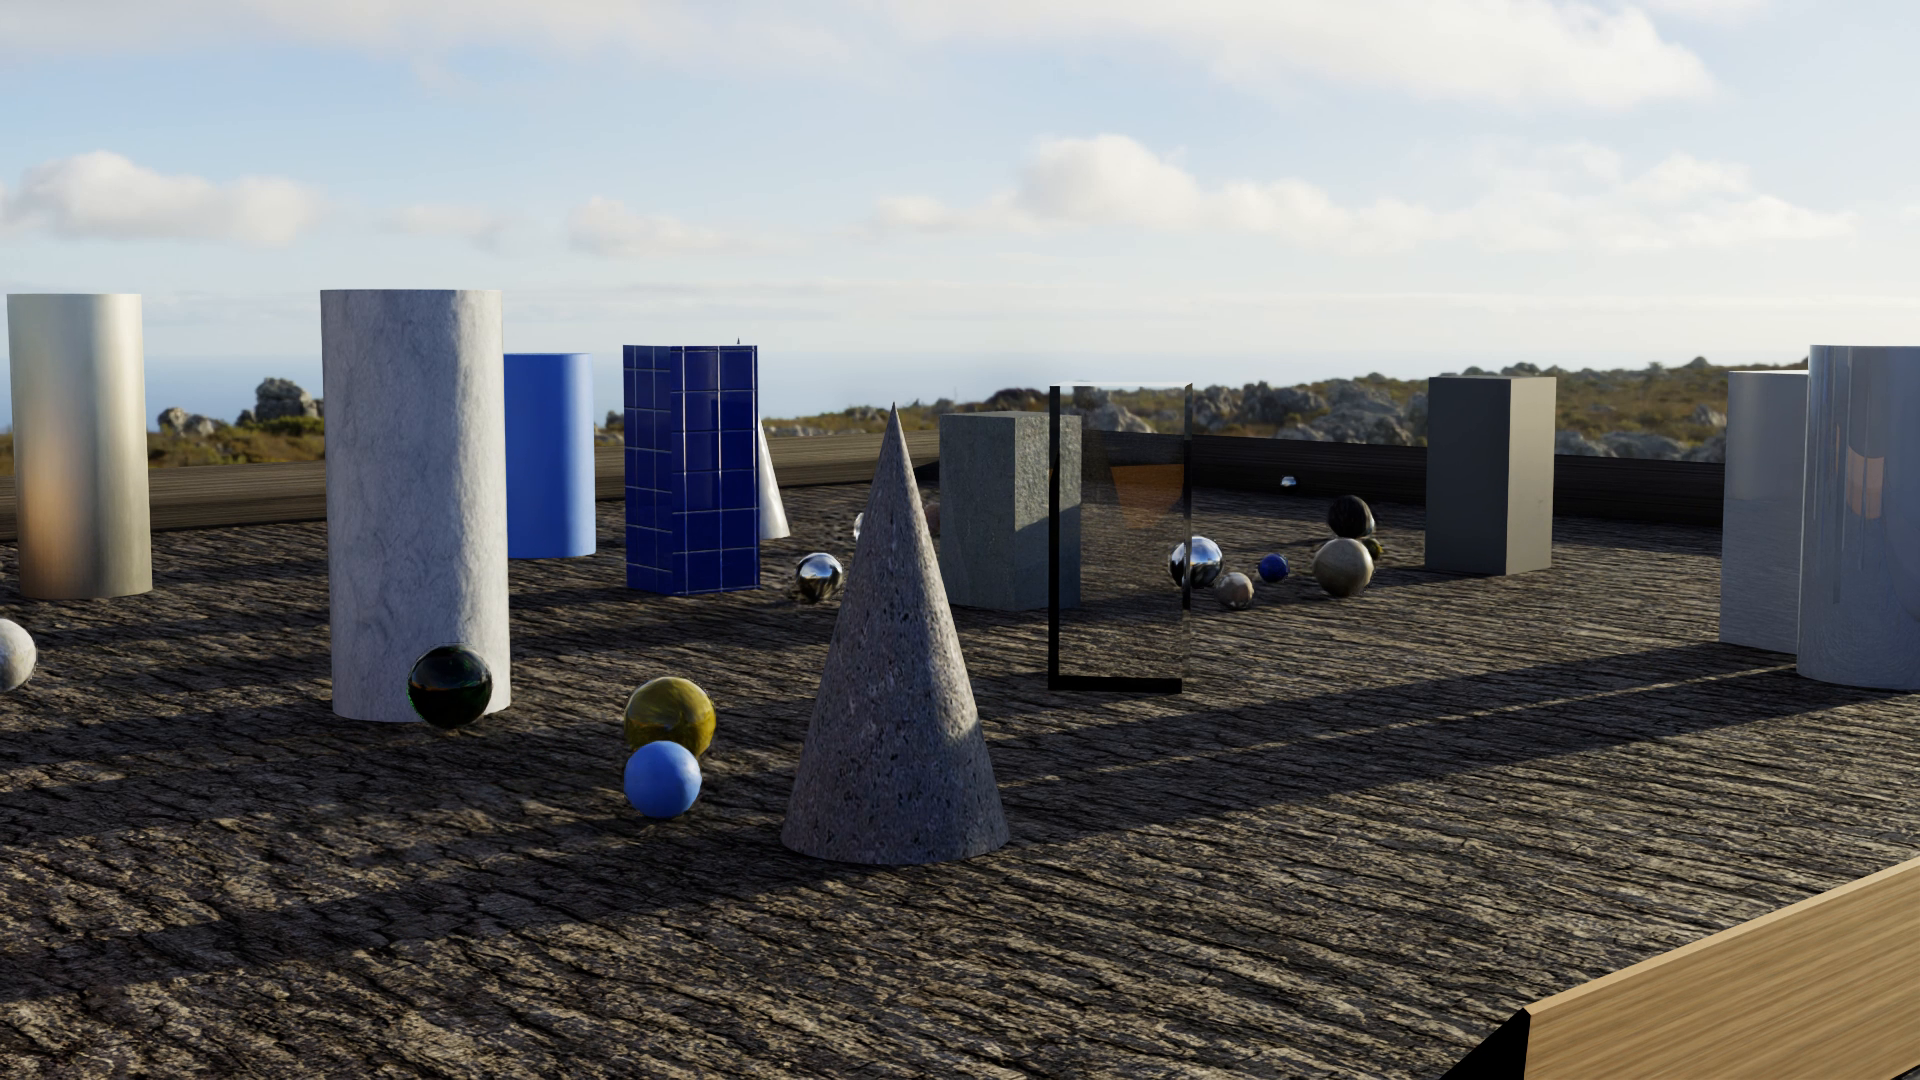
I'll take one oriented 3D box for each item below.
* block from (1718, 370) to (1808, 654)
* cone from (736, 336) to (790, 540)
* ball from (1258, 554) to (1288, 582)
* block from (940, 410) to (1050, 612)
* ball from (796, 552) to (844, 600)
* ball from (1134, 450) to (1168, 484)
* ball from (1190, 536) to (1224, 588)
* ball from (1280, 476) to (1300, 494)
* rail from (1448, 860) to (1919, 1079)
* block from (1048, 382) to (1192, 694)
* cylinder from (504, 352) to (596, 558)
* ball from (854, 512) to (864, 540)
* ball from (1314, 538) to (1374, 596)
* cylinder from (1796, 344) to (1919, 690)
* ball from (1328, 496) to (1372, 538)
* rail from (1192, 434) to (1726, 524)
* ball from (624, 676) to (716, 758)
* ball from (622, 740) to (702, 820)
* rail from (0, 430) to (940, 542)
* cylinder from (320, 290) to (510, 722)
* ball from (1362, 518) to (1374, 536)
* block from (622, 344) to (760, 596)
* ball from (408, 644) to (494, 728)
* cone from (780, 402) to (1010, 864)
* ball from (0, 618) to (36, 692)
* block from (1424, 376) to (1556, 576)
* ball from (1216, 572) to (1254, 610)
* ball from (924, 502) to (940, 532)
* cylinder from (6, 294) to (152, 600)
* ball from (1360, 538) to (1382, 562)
[{"bbox_3d":[1.129,-0.041,2.913,0.156,0.363,0.156,-3,7,-28],"label":"block"},{"bbox_3d":[-0.435,-0.206,4.340,0.195,0.395,0.195,0,6,0],"label":"cone"},{"bbox_3d":[0.511,0.047,3.595,0.047,0.047,0.047,0,6,0],"label":"ball"},{"bbox_3d":[0.079,-0.048,3.349,0.156,0.287,0.156,6,8,44],"label":"block"},{"bbox_3d":[-0.216,0.056,3.376,0.074,0.074,0.074,0,6,0],"label":"ball"},{"bbox_3d":[0.485,-0.184,5.608,0.087,0.087,0.087,0,6,0],"label":"ball"},{"bbox_3d":[0.381,0.036,3.527,0.083,0.083,0.083,0,6,0],"label":"ball"},{"bbox_3d":[0.800,-0.134,5.322,0.047,0.047,0.047,0,6,0],"label":"ball"},{"bbox_3d":[1.269,0.176,1.964,3.986,0.127,0.045,-5,8,-42],"label":"rail"},{"bbox_3d":[0.193,-0.008,2.630,0.156,0.357,0.156,1,6,9],"label":"block"},{"bbox_3d":[-0.769,-0.158,4.027,0.195,0.364,0.195,0,6,0],"label":"cylinder"},{"bbox_3d":[-0.162,-0.021,4.108,0.075,0.075,0.075,0,6,0],"label":"ball"},{"bbox_3d":[0.597,0.042,3.426,0.092,0.092,0.092,0,6,0],"label":"ball"},{"bbox_3d":[1.125,-0.035,2.664,0.195,0.402,0.195,0,6,0],"label":"cylinder"},{"bbox_3d":[0.758,-0.043,4.279,0.084,0.084,0.084,0,6,0],"label":"ball"},{"bbox_3d":[1.447,-0.106,4.660,0.045,0.127,3.789,-5,8,-42],"label":"rail"},{"bbox_3d":[-0.283,0.177,2.142,0.089,0.089,0.089,0,6,0],"label":"ball"},{"bbox_3d":[-0.261,0.210,1.931,0.068,0.068,0.068,0,6,0],"label":"ball"},{"bbox_3d":[-1.269,-0.110,4.699,3.986,0.127,0.045,-5,8,-42],"label":"rail"},{"bbox_3d":[-0.606,-0.045,2.456,0.195,0.466,0.195,0,6,0],"label":"cylinder"},{"bbox_3d":[0.795,-0.030,4.337,0.045,0.045,0.045,0,6,0],"label":"ball"},{"bbox_3d":[-0.429,-0.117,3.515,0.156,0.389,0.156,-4,7,-36],"label":"block"},{"bbox_3d":[-0.544,0.156,2.349,0.089,0.089,0.089,0,6,0],"label":"ball"},{"bbox_3d":[-0.055,0.067,1.850,0.195,0.370,0.195,0,6,0],"label":"cone"},{"bbox_3d":[-1.124,0.135,2.561,0.087,0.087,0.087,0,6,0],"label":"ball"},{"bbox_3d":[0.914,-0.116,3.792,0.156,0.329,0.156,5,8,42],"label":"block"},{"bbox_3d":[0.409,0.075,3.278,0.056,0.056,0.056,0,6,0],"label":"ball"},{"bbox_3d":[-0.050,-0.046,4.413,0.060,0.060,0.060,0,6,0],"label":"ball"},{"bbox_3d":[-1.385,-0.152,3.464,0.195,0.469,0.195,0,6,0],"label":"cylinder"},{"bbox_3d":[0.724,0.018,3.890,0.043,0.043,0.043,0,6,0],"label":"ball"}]
